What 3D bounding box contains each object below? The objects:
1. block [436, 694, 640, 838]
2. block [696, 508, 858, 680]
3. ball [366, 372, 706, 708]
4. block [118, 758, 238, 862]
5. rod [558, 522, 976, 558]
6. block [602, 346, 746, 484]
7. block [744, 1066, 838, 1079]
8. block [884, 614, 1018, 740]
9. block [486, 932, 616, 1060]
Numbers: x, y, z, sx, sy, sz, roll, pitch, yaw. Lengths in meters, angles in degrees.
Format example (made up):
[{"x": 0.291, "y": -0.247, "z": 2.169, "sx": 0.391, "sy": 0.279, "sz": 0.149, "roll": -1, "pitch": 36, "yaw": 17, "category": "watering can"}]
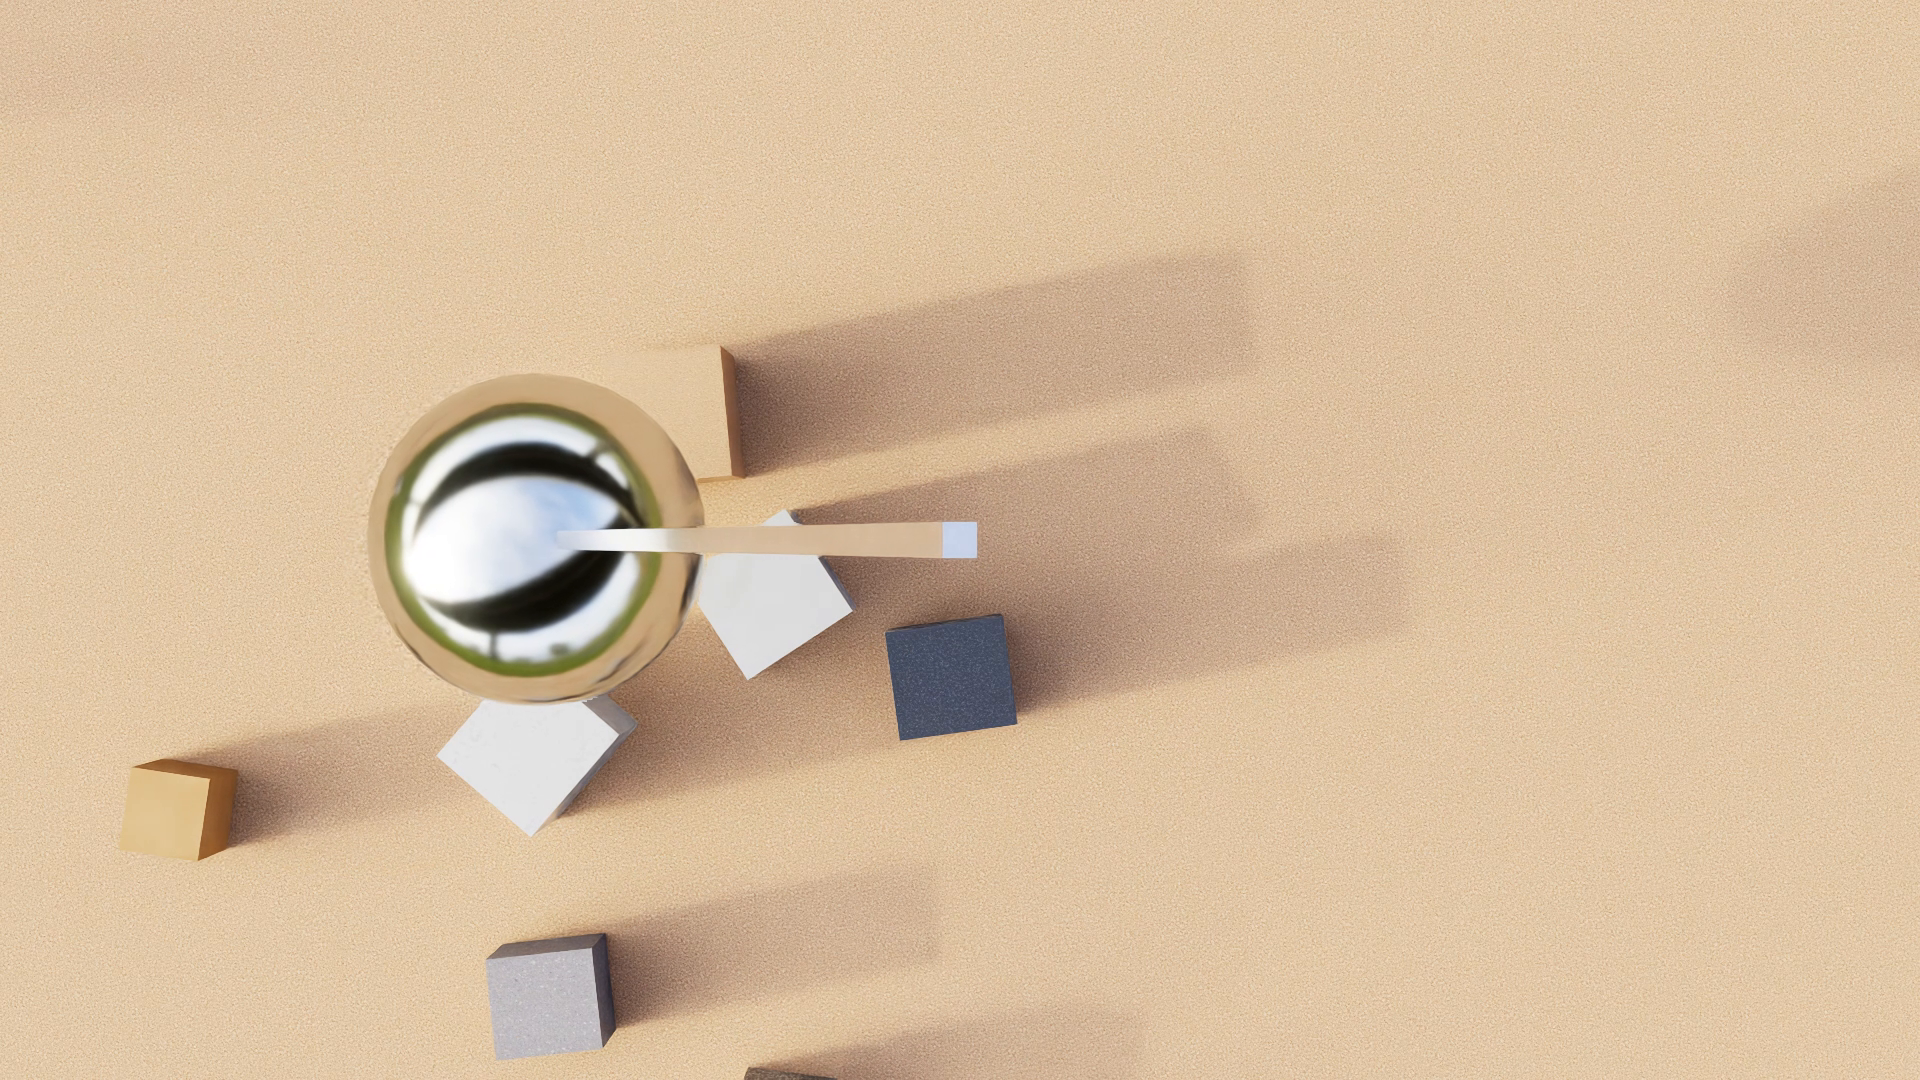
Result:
[{"x": -2.404, "y": 1.142, "z": 12.618, "sx": 0.695, "sy": 0.765, "sz": 0.754, "roll": 41, "pitch": 90, "yaw": 0, "category": "block"}, {"x": -1.090, "y": 0.305, "z": 12.691, "sx": 0.706, "sy": 0.619, "sz": 0.692, "roll": -33, "pitch": 90, "yaw": 0, "category": "block"}, {"x": -2.015, "y": 0.000, "z": 10.524, "sx": 1.600, "sy": 1.600, "sz": 1.600, "roll": 0, "pitch": 90, "yaw": 0, "category": "ball"}, {"x": -4.524, "y": 1.560, "z": 12.751, "sx": 0.452, "sy": 0.498, "sz": 0.474, "roll": 9, "pitch": 90, "yaw": 0, "category": "block"}, {"x": -0.873, "y": 0.000, "z": 7.322, "sx": 0.080, "sy": 5.200, "sz": 0.080, "roll": 0, "pitch": 90, "yaw": -20, "category": "rod"}, {"x": -1.630, "y": -0.692, "z": 12.615, "sx": 0.657, "sy": 0.770, "sz": 0.728, "roll": -5, "pitch": 90, "yaw": 0, "category": "block"}, {"x": -1.025, "y": 3.424, "z": 12.767, "sx": 0.531, "sy": 0.466, "sz": 0.554, "roll": 7, "pitch": 90, "yaw": 0, "category": "block"}, {"x": -0.049, "y": 0.782, "z": 12.701, "sx": 0.672, "sy": 0.599, "sz": 0.614, "roll": -8, "pitch": 90, "yaw": 0, "category": "block"}, {"x": -2.367, "y": 2.641, "z": 12.753, "sx": 0.609, "sy": 0.493, "sz": 0.577, "roll": -6, "pitch": 90, "yaw": 0, "category": "block"}]
